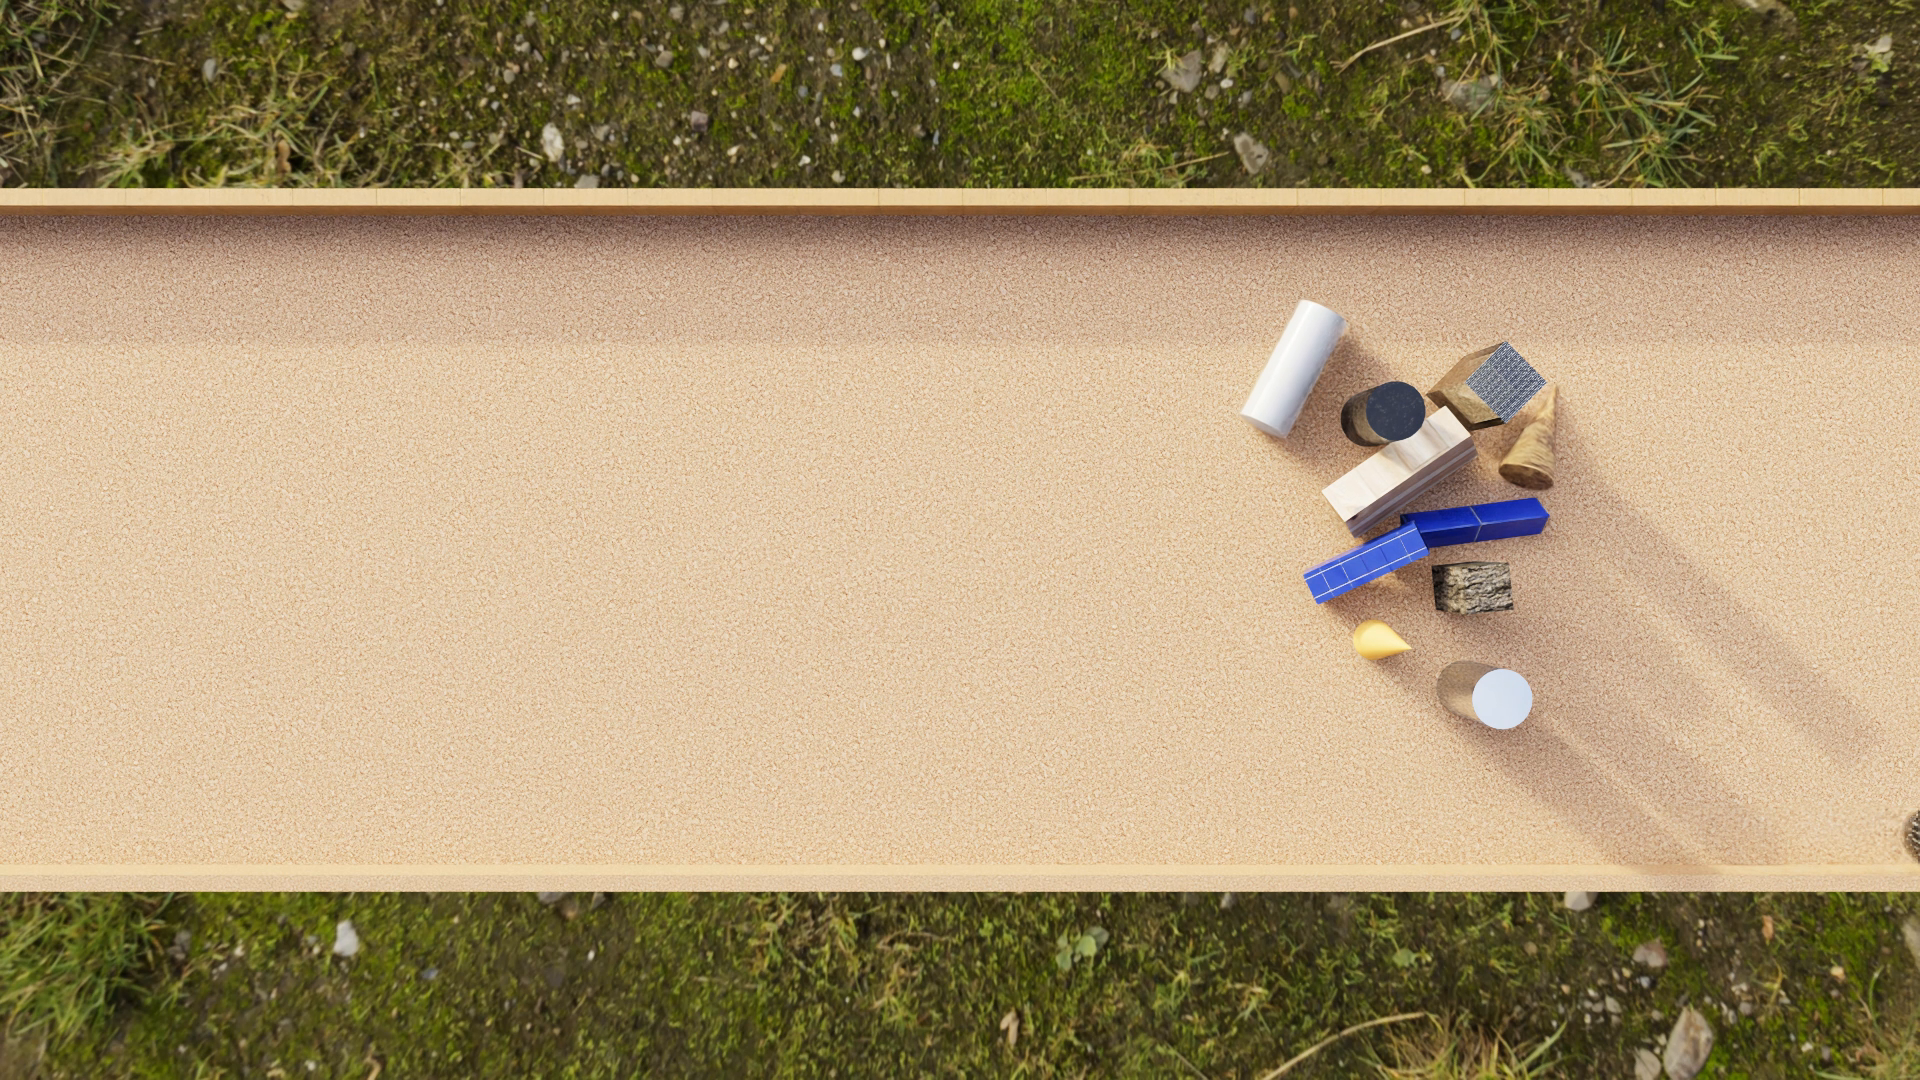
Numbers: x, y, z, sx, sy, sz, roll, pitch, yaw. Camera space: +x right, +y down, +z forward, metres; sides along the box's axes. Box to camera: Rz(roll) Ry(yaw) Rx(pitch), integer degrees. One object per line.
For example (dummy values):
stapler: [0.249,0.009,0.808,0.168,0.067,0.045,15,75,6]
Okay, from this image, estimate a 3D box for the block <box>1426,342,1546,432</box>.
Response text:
block: [1.550,-0.448,4.879,0.167,0.395,0.167,-45,90,0]

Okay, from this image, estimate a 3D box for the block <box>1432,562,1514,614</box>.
block: [1.525,0.140,4.921,0.137,0.312,0.137,-6,90,0]

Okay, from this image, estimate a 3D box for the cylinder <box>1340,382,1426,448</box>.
cylinder: [1.257,-0.372,4.916,0.173,0.320,0.173,0,90,0]

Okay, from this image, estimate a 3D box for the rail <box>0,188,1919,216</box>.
rail: [-2.247,-1.025,5.002,12.000,0.150,0.050,0,90,0]

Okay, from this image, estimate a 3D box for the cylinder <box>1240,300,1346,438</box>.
cylinder: [1.010,-0.516,4.998,0.156,0.156,0.390,28,90,0]

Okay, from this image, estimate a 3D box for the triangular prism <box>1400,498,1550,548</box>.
triangular prism: [1.570,-0.048,5.026,0.423,0.096,0.110,-7,90,0]

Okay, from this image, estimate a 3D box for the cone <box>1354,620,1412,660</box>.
cone: [1.274,0.307,4.862,0.125,0.429,0.125,0,90,0]

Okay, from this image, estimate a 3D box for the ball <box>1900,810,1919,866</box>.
ball: [2.951,0.903,4.980,0.193,0.193,0.193,0,90,0]

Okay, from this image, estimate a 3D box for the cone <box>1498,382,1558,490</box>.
cone: [1.775,-0.337,5.036,0.166,0.166,0.329,23,76,0]

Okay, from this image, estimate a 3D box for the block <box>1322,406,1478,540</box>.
block: [1.321,-0.201,4.955,0.440,0.130,0.130,-35,55,8]

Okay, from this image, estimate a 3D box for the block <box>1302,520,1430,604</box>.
block: [1.225,0.067,4.975,0.360,0.101,0.101,-27,90,17]

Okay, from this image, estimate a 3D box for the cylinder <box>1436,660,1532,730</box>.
cylinder: [1.552,0.455,4.897,0.172,0.358,0.172,0,90,0]

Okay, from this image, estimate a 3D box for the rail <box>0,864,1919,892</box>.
rail: [-2.247,1.025,5.001,12.000,0.150,0.050,0,90,0]
